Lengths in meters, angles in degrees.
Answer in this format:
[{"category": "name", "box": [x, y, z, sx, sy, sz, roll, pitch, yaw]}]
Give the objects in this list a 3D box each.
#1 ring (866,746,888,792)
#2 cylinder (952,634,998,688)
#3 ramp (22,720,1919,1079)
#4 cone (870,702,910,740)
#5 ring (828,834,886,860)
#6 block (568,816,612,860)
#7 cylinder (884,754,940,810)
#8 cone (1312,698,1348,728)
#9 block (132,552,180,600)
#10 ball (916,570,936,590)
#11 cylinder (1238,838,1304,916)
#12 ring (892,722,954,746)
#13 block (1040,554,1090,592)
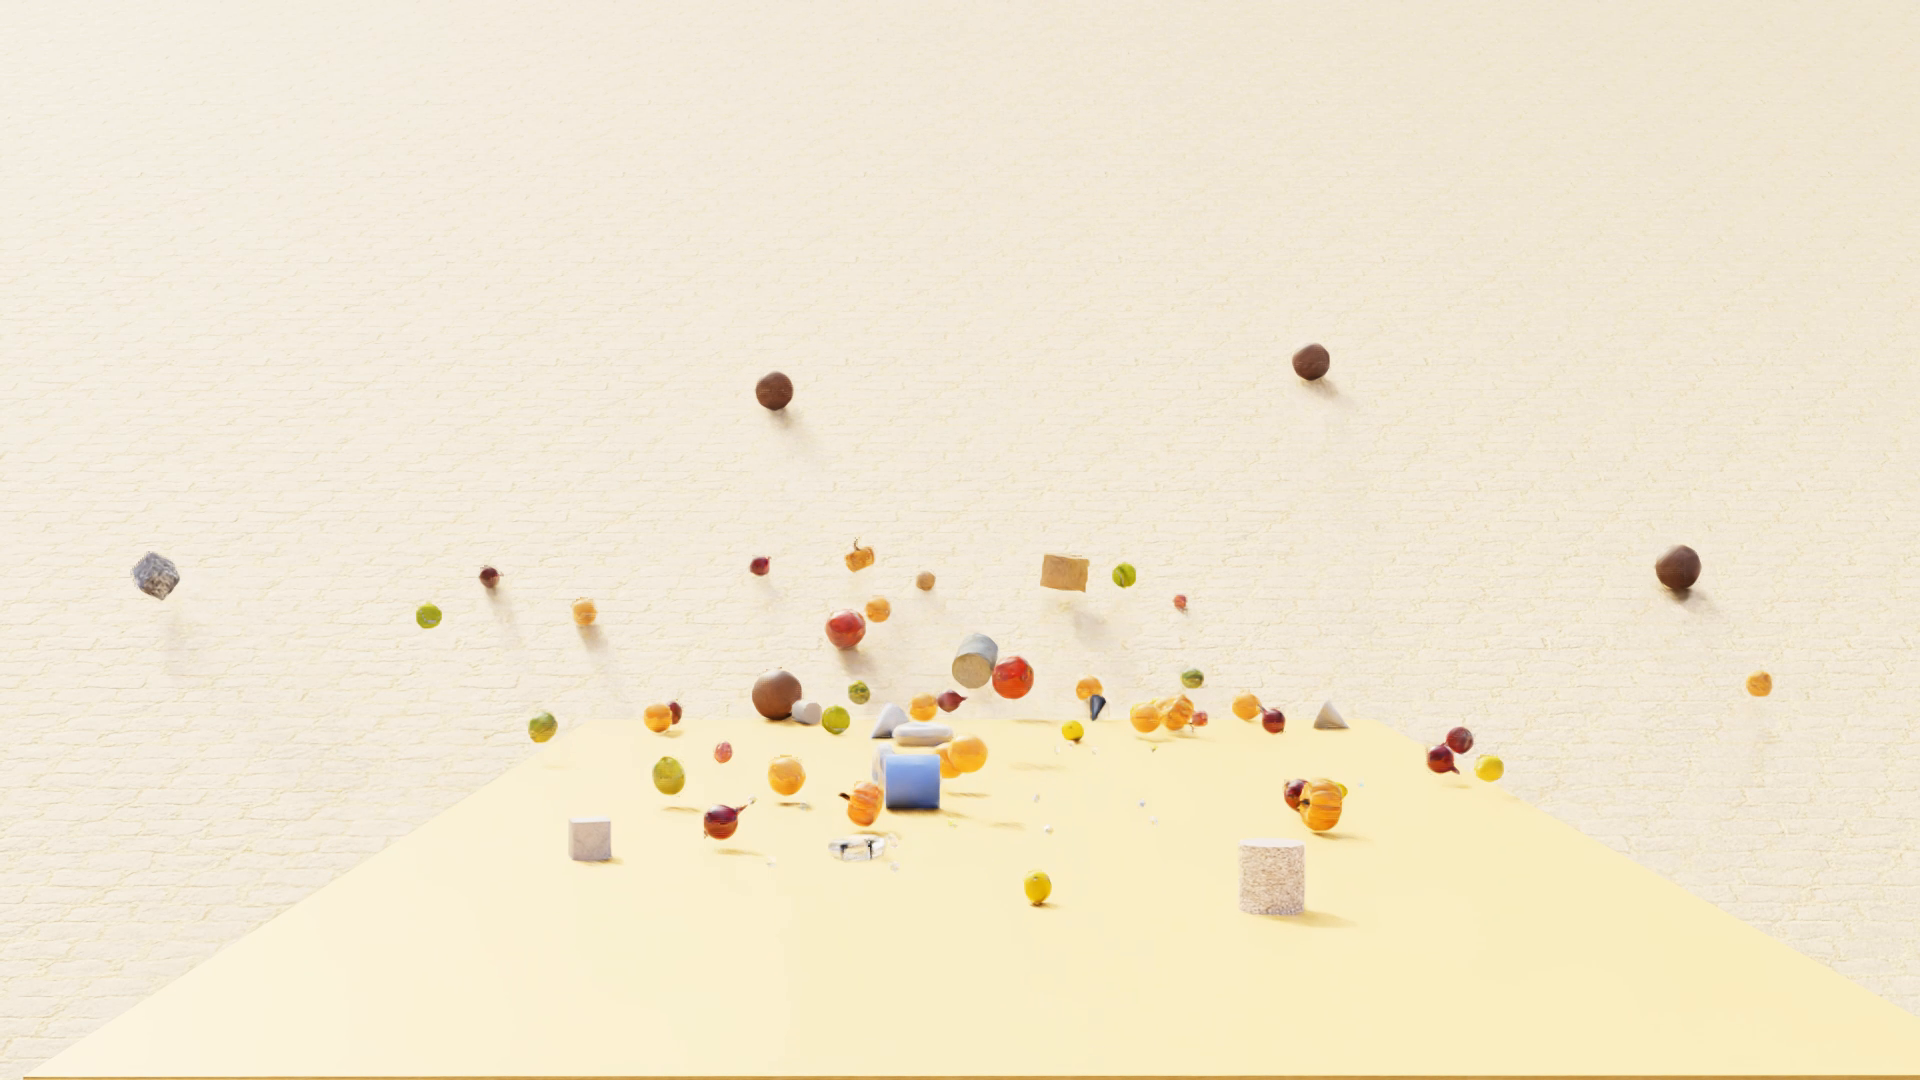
[{"category": "ring", "box": [-0.145, 0.439, 4.908, 0.035, 0.106, 0.106, -26, 33, -12]}, {"category": "cylinder", "box": [0.033, 0.267, 5.693, 0.090, 0.090, 0.090, 5, 28, 10]}, {"category": "ramp", "box": [0.061, 0.547, 4.583, 2.000, 0.100, 4.000, 0, 1, 0]}, {"category": "cone", "box": [-0.181, 0.446, 6.074, 0.094, 0.094, 0.094, 24, 45, 39]}, {"category": "ring", "box": [-0.165, 0.490, 4.119, 0.095, 0.032, 0.095, -1, 1, 0]}, {"category": "block", "box": [-0.591, 0.476, 4.117, 0.060, 0.060, 0.060, 0, 1, -15]}, {"category": "cylinder", "box": [-0.088, 0.444, 4.737, 0.099, 0.099, 0.099, 0, 27, -3]}, {"category": "cone", "box": [0.919, 0.443, 6.326, 0.082, 0.082, 0.082, 27, 34, 12]}, {"category": "block", "box": [-2.265, 0.102, 7.277, 0.083, 0.083, 0.083, 35, 12, -48]}, {"category": "ball", "box": [-0.099, 0.116, 7.396, 0.058, 0.058, 0.058, 0, 27, 0]}, {"category": "cylinder", "box": [0.434, 0.469, 3.600, 0.094, 0.094, 0.094, 0, 1, 0]}, {"category": "ring", "box": [-0.085, 0.448, 5.929, 0.140, 0.047, 0.140, 1, 2, 0]}, {"category": "block", "box": [0.297, 0.093, 7.304, 0.093, 0.093, 0.093, 10, 4, 42]}]
